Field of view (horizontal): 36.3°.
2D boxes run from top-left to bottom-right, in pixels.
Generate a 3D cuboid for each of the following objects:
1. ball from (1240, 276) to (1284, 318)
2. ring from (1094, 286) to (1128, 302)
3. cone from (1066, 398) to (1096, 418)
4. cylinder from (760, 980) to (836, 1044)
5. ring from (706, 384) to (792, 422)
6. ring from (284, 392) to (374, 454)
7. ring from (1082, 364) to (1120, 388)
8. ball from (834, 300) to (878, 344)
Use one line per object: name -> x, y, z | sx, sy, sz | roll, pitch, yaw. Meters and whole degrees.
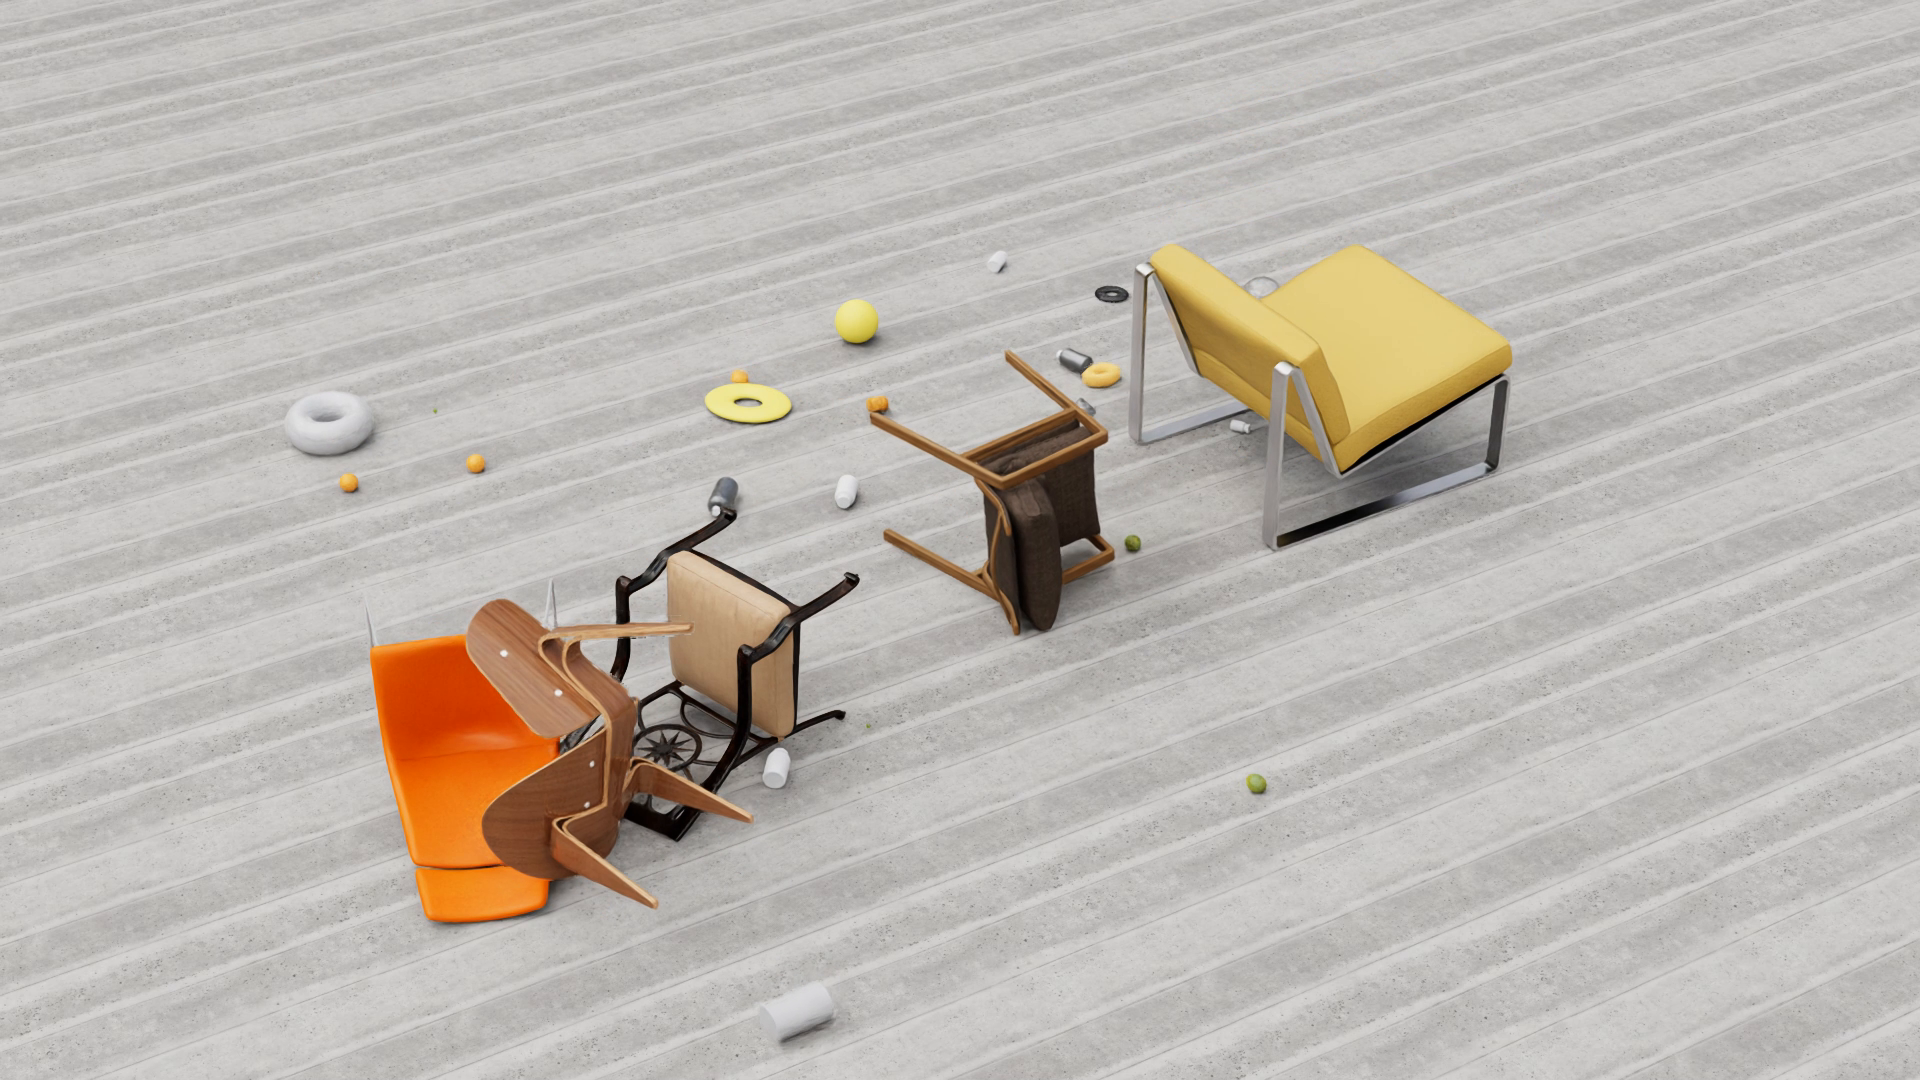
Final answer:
ball -> 1.271, -1.021, 12.333 | 0.177, 0.177, 0.177 | 0, 33, 0
ring -> 0.648, -1.051, 12.519 | 0.147, 0.022, 0.132 | 6, 34, 8
cone -> 0.485, -0.542, 11.707 | 0.120, 0.066, 0.116 | 7, 34, 11
cylinder -> -0.484, 1.405, 8.726 | 0.192, 0.091, 0.123 | -24, 61, -26
ring -> -0.848, -0.549, 11.738 | 0.358, 0.044, 0.277 | 11, 35, 16
ring -> -2.479, -0.460, 11.523 | 0.348, 0.135, 0.345 | 28, 44, 34
ring -> 0.572, -0.668, 11.905 | 0.162, 0.060, 0.122 | -15, 35, -20
ball -> -0.428, -0.907, 12.155 | 0.182, 0.182, 0.182 | 0, 33, 0
